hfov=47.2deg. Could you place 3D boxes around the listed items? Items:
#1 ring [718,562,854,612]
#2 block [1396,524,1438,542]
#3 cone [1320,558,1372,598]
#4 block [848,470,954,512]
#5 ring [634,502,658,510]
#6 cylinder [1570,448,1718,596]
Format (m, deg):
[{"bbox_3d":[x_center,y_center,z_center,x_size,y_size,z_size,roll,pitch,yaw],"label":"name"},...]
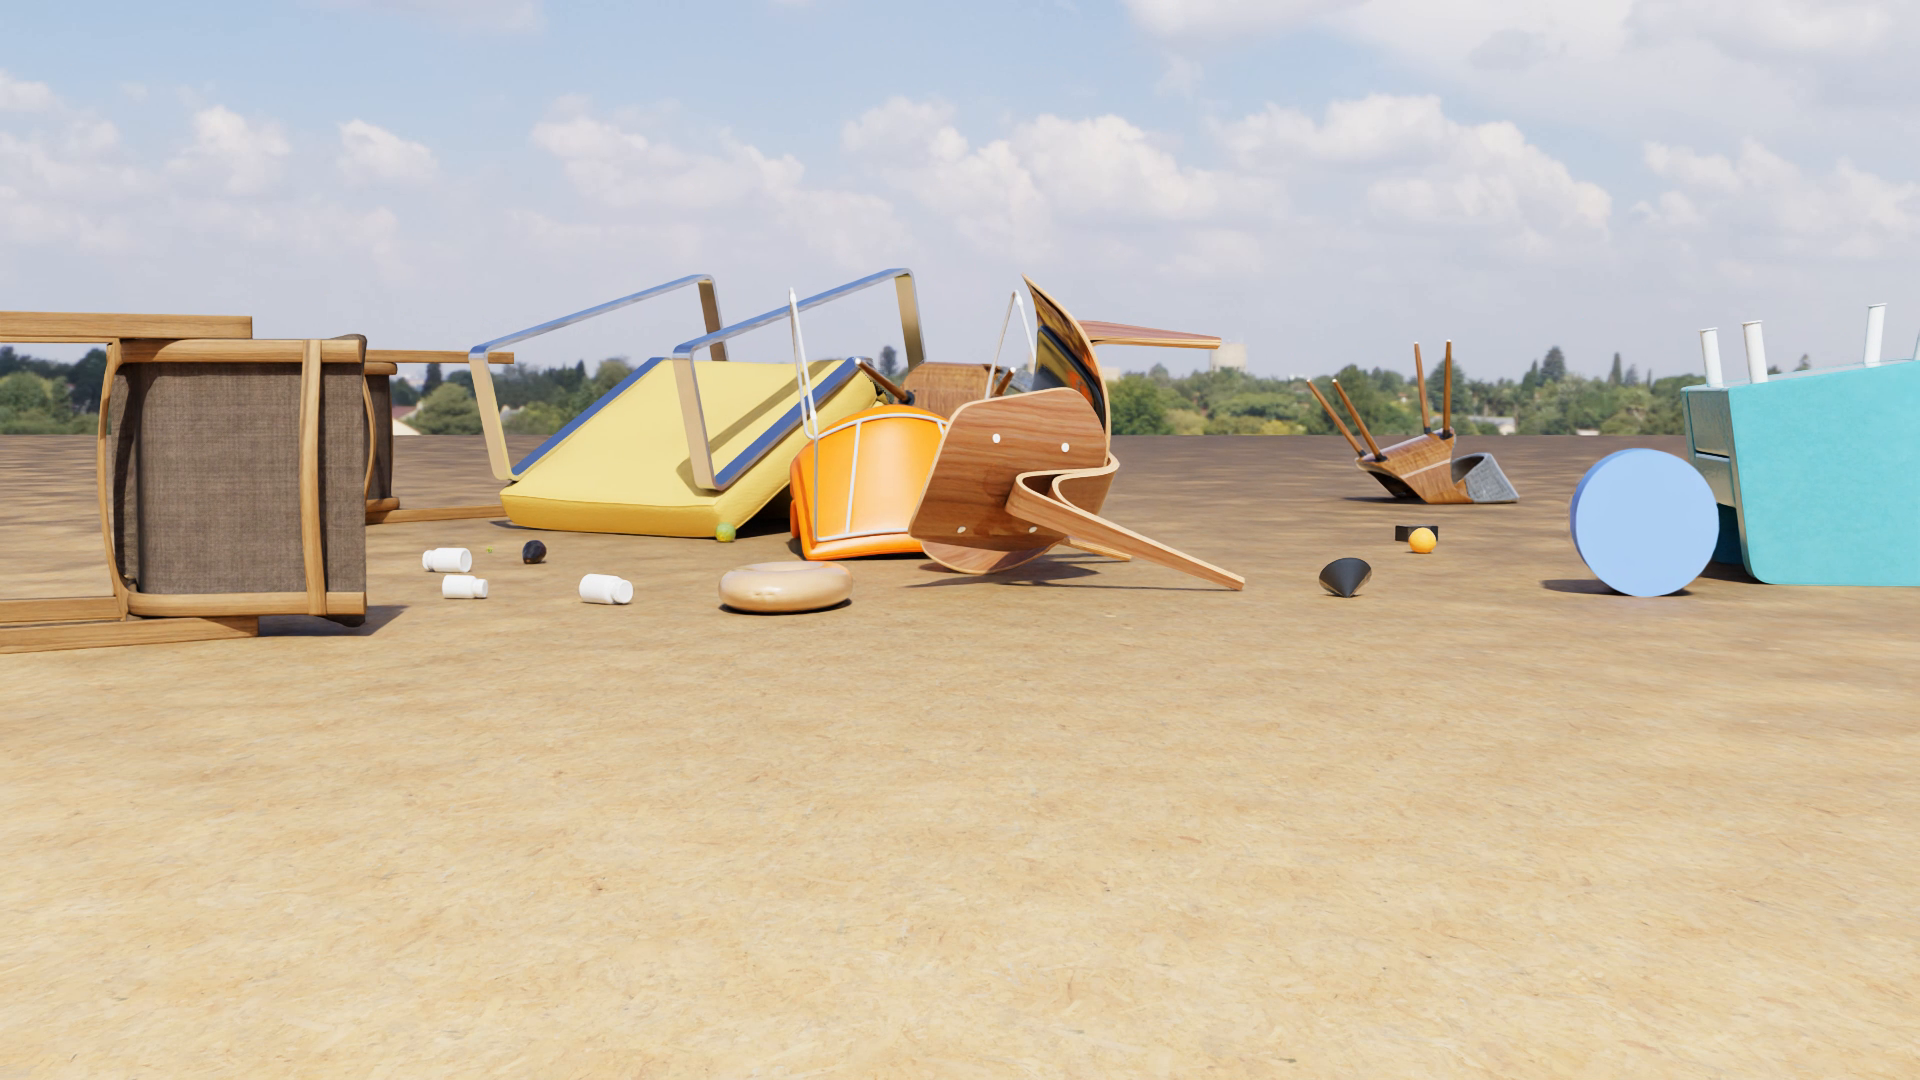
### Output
[{"bbox_3d":[-0.359,0.095,4.554,0.270,0.083,0.465,0,3,7],"label":"ring"},{"bbox_3d":[1.350,-0.020,6.502,0.105,0.045,0.066,-2,4,-22],"label":"block"},{"bbox_3d":[0.834,0.102,4.747,0.107,0.067,0.119,33,-52,-25],"label":"cone"},{"bbox_3d":[-0.218,-0.183,8.166,0.326,0.144,0.223,3,5,39],"label":"block"},{"bbox_3d":[-1.177,-0.128,8.237,0.071,0.024,0.096,4,6,39],"label":"ring"},{"bbox_3d":[1.499,-0.041,4.827,0.298,0.318,0.157,-5,3,11],"label":"cylinder"}]
